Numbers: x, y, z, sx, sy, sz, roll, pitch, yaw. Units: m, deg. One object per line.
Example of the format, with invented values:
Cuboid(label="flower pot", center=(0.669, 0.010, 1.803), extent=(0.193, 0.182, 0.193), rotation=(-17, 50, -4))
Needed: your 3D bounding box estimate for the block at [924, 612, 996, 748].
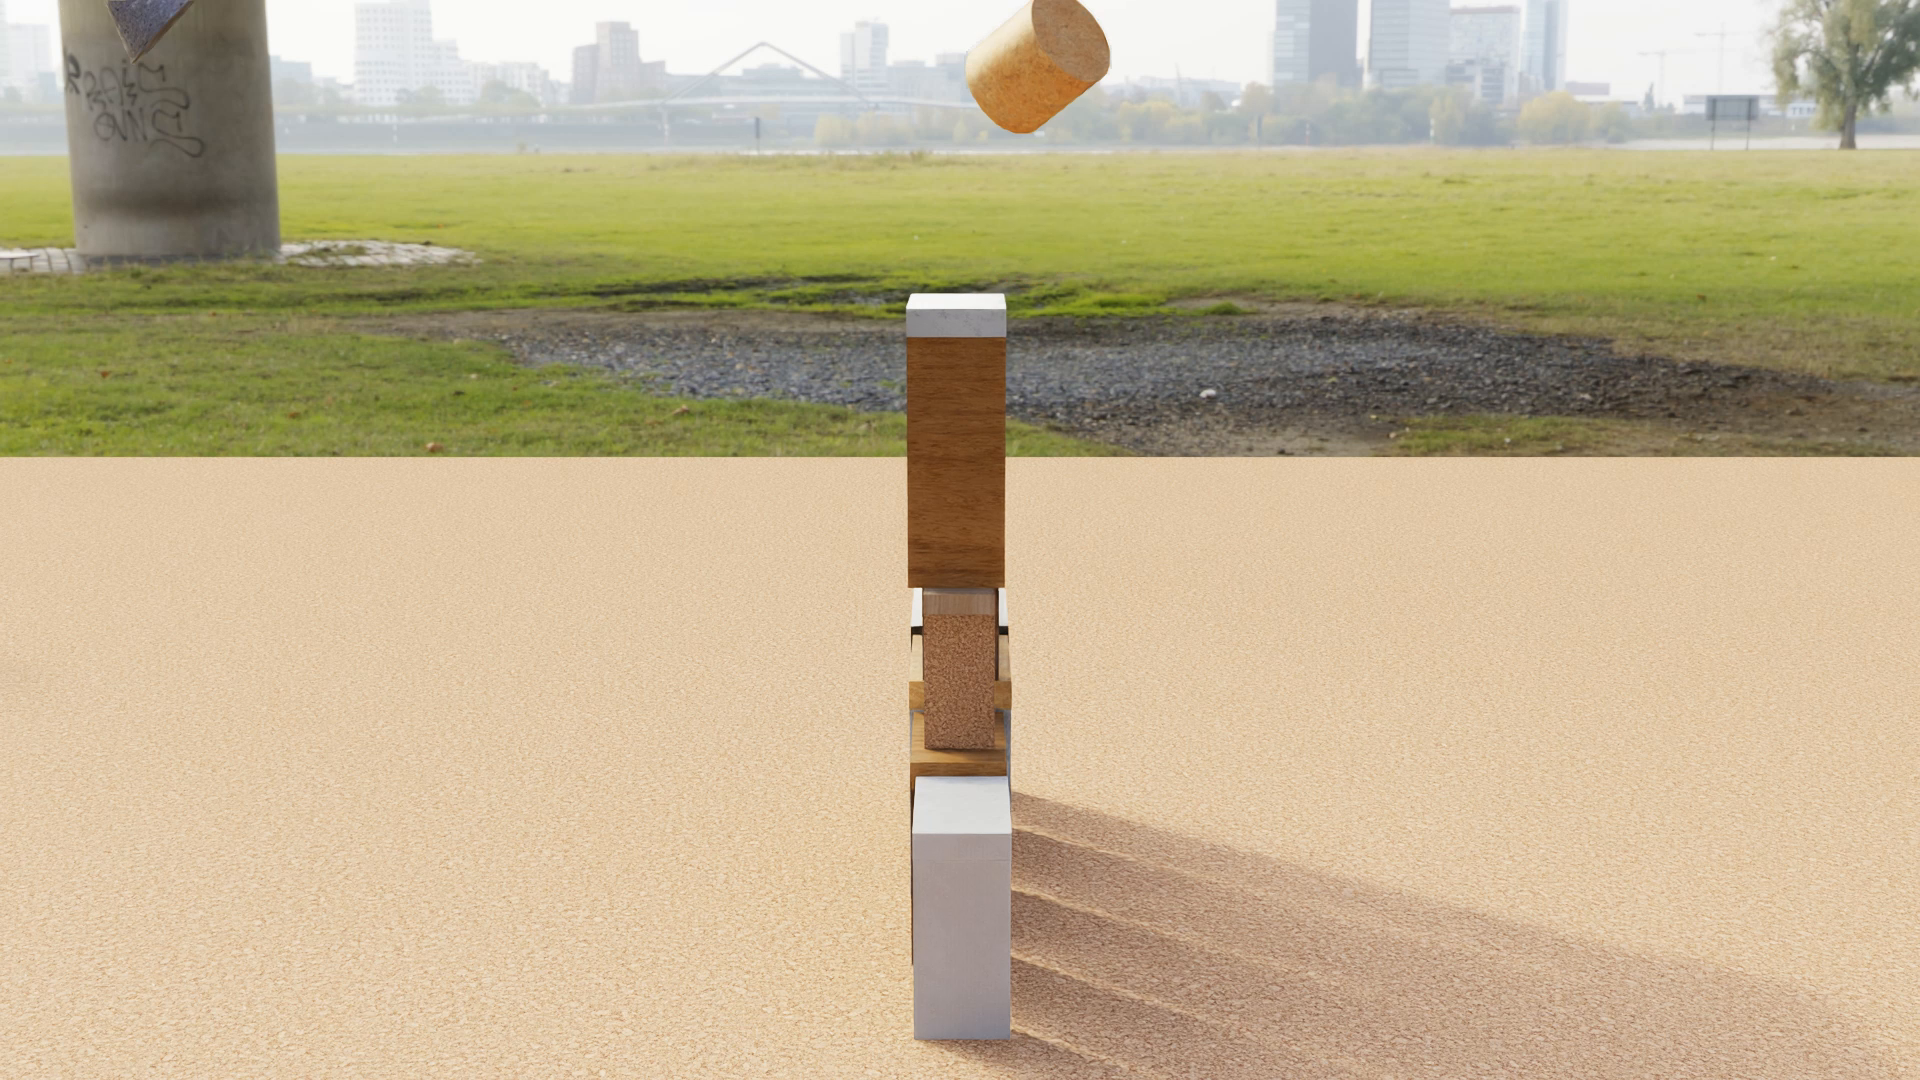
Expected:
Cuboid(label="block", center=(-0.001, 0.209, 3.334), extent=(0.107, 0.213, 0.030), rotation=(0, 11, 0))

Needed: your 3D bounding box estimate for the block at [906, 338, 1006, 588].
Cuboid(label="block", center=(-0.006, -0.119, 3.305), extent=(0.147, 0.382, 0.042), rotation=(0, 11, 0))

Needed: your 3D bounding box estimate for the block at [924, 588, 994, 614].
Cuboid(label="block", center=(-0.002, 0.076, 3.382), extent=(0.107, 0.030, 0.213), rotation=(0, 11, 0))

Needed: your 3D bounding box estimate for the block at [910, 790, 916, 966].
Cuboid(label="block", center=(-0.002, 0.503, 3.346), extent=(0.144, 0.288, 0.041), rotation=(0, 11, 0))

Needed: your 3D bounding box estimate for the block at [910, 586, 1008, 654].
Cuboid(label="block", center=(0.000, 0.143, 4.047), extent=(0.173, 0.049, 0.346), rotation=(0, 11, 0))

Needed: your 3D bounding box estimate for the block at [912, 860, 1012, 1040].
Cuboid(label="block", center=(0.003, 0.563, 3.074), extent=(0.135, 0.271, 0.038), rotation=(0, 11, 0))

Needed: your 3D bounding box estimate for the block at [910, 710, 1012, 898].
Cuboid(label="block", center=(0.001, 0.427, 3.638), extent=(0.166, 0.332, 0.047), rotation=(0, 11, 0))

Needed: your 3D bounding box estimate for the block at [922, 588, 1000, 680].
Cuboid(label="block", center=(0.001, 0.103, 3.542), extent=(0.123, 0.247, 0.035), rotation=(0, 11, 0))

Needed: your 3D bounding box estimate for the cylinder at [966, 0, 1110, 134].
Cuboid(label="cylinder", center=(0.213, -1.309, 6.035), extent=(0.283, 0.283, 0.283), rotation=(-10, -15, -44))

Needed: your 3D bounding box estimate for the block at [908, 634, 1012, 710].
Cuboid(label="block", center=(0.001, 0.220, 3.712), extent=(0.166, 0.047, 0.332), rotation=(0, 11, 0))

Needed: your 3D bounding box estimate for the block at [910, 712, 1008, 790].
Cuboid(label="block", center=(-0.002, 0.324, 3.411), extent=(0.144, 0.041, 0.288), rotation=(0, 11, 0))

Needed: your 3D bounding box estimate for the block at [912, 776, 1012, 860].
Cuboid(label="block", center=(0.003, 0.394, 3.134), extent=(0.135, 0.038, 0.271), rotation=(0, 11, 0))

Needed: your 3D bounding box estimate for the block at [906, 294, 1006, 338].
Cuboid(label="block", center=(-0.005, -0.345, 3.362), extent=(0.147, 0.042, 0.293), rotation=(0, 11, 0))

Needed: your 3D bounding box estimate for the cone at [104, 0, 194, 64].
Cuboid(label="cone", center=(-1.994, -1.310, 5.255), extent=(0.242, 0.242, 0.242), rotation=(43, -4, -19))
